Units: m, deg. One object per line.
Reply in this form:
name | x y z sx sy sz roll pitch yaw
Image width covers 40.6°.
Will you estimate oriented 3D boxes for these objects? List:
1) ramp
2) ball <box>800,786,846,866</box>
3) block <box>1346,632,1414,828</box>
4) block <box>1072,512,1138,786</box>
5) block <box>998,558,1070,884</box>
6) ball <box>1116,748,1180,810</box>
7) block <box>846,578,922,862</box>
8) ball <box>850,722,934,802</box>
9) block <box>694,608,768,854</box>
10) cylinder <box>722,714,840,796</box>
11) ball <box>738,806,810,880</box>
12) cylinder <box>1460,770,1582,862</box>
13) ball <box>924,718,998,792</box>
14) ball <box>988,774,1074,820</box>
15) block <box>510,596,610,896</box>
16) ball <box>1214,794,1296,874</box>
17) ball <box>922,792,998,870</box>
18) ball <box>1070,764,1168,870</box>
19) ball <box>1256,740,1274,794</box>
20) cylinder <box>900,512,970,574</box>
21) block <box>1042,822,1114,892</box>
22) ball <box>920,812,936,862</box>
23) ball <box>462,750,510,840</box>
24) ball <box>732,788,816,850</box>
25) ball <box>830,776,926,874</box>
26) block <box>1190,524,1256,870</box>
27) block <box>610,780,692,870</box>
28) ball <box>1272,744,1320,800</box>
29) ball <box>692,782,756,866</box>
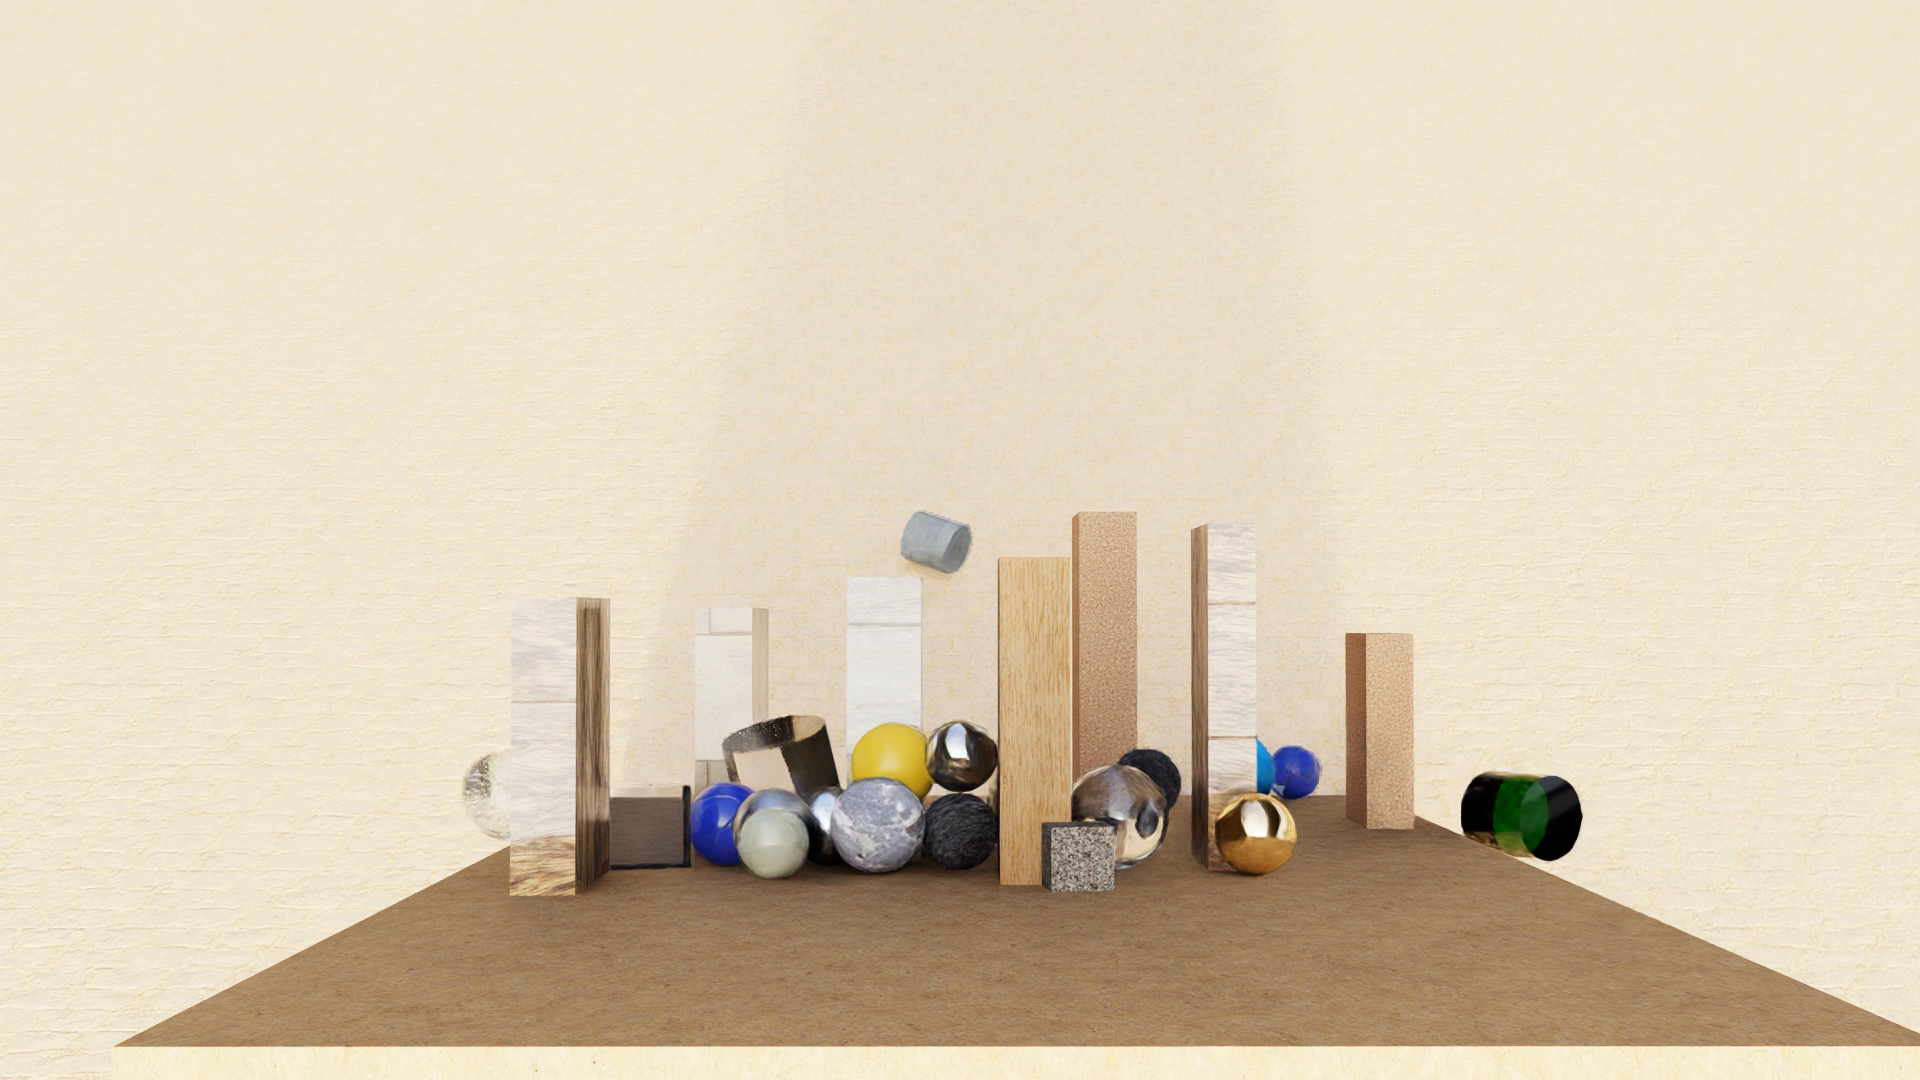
ramp | 0.077 0.661 4.823 2.000 0.100 4.000 0 -2 0
ball | -0.248 0.538 4.894 0.149 0.149 0.149 0 35 0
block | 0.951 0.427 5.897 0.104 0.431 0.312 0 -2 0
block | 0.320 0.292 5.783 0.124 0.695 0.372 0 -2 0
block | 0.131 0.320 4.672 0.124 0.573 0.254 0 -2 0
ball | 0.394 0.518 5.517 0.150 0.150 0.150 0 35 0
block | -0.146 0.348 5.115 0.142 0.544 0.294 0 -2 0
ball | -0.123 0.425 4.883 0.164 0.164 0.164 0 35 0
block | -0.466 0.383 5.342 0.112 0.486 0.445 0 -2 0
cylinder | -0.339 0.472 5.041 0.207 0.207 0.207 -12 13 3
ball | -0.332 0.541 4.637 0.129 0.129 0.129 0 35 0
cylinder | 1.279 0.628 5.926 0.193 0.193 0.193 -23 11 -29
ball | 0.002 0.398 4.803 0.137 0.137 0.137 0 35 0
ball | 0.146 0.534 5.289 0.181 0.181 0.181 0 35 0
block | -0.702 0.353 4.587 0.110 0.502 0.430 0 -2 0
ball | 0.536 0.534 4.716 0.148 0.148 0.148 0 35 0
ball | 0.000 0.539 4.808 0.143 0.143 0.143 0 35 0
ball | 0.290 0.514 4.819 0.194 0.194 0.194 0 35 0
ball | 0.646 0.552 6.147 0.197 0.197 0.197 0 35 0
cylinder | -0.073 0.009 7.785 0.153 0.153 0.153 18 39 25
block | 0.203 0.546 4.484 0.109 0.109 0.109 0 -2 -7
ball | -0.025 0.557 4.934 0.113 0.113 0.113 0 35 0
ball | -0.968 0.546 5.557 0.193 0.193 0.193 0 35 0
ball | -0.343 0.533 4.776 0.153 0.153 0.153 0 35 0
ball | -0.150 0.520 4.744 0.176 0.176 0.176 0 35 0
block | 0.503 0.294 4.973 0.088 0.641 0.353 0 -2 0
block | -0.595 0.536 4.892 0.152 0.152 0.152 0 -2 -17
ball | 0.854 0.595 6.656 0.140 0.140 0.140 0 35 0
ball | -0.436 0.535 4.901 0.157 0.157 0.157 0 35 0
